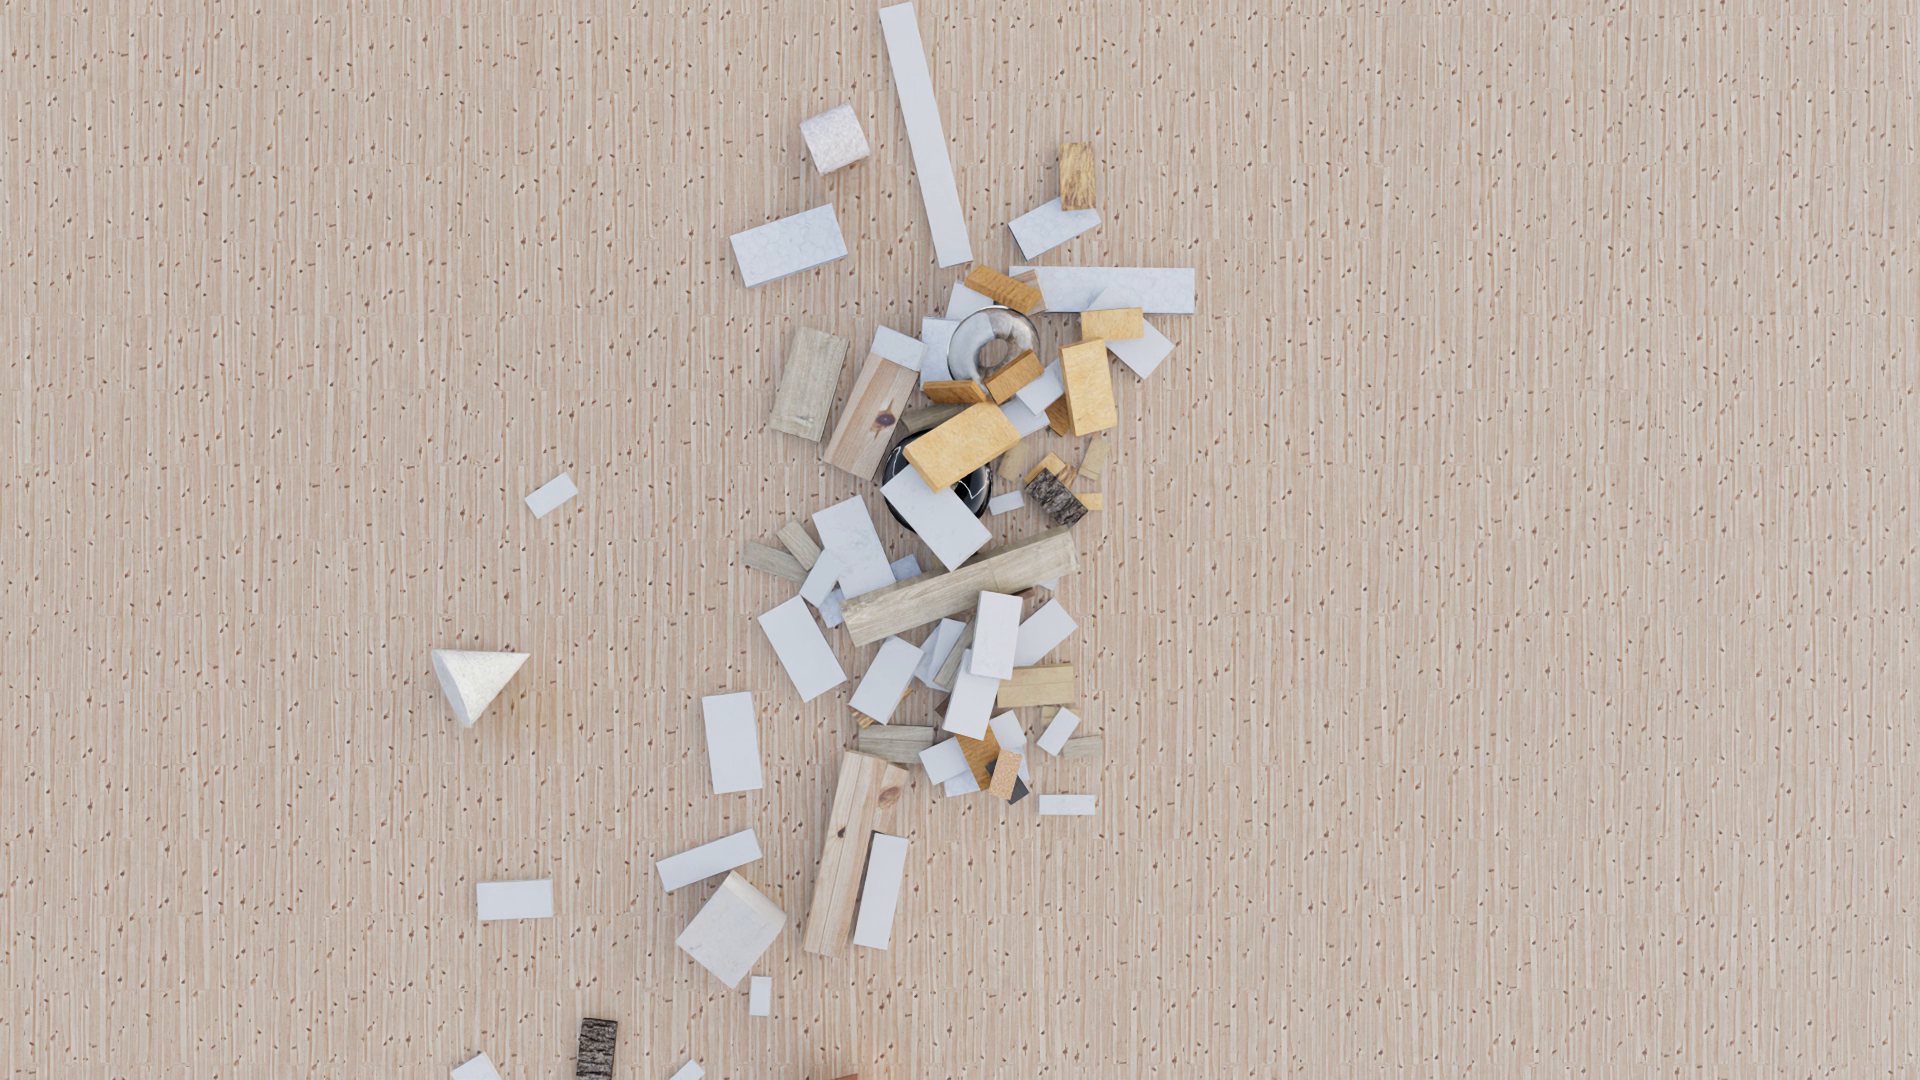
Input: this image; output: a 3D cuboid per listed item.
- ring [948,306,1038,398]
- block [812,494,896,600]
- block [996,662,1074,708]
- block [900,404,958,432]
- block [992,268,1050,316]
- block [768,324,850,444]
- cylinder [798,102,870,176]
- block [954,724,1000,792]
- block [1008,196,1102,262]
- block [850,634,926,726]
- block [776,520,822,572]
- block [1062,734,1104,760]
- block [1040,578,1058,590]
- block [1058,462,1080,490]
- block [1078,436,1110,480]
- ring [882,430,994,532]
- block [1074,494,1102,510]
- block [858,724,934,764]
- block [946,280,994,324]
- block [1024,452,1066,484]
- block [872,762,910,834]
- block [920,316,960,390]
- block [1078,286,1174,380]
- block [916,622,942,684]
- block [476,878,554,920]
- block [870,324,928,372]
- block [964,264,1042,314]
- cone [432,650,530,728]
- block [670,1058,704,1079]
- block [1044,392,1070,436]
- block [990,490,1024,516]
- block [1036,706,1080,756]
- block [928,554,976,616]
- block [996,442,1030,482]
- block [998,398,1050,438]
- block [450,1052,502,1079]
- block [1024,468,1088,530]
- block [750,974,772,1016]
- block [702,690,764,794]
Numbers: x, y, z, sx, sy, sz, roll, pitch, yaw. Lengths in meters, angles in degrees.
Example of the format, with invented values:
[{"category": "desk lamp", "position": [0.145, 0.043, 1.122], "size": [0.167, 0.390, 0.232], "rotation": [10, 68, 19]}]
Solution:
[{"category": "ring", "position": [0.110, -0.611, 5.390], "size": [0.322, 0.107, 0.322], "rotation": [-10, 122, -17]}, {"category": "block", "position": [-0.341, 0.047, 5.454], "size": [0.176, 0.050, 0.352], "rotation": [-23, 83, 0]}, {"category": "block", "position": [0.247, 0.480, 5.457], "size": [0.255, 0.036, 0.127], "rotation": [-4, 105, -4]}, {"category": "block", "position": [-0.102, -0.411, 5.441], "size": [0.175, 0.088, 0.025], "rotation": [-23, 118, -10]}, {"category": "block", "position": [0.141, -0.781, 5.441], "size": [0.277, 0.039, 0.139], "rotation": [-17, 90, 17]}, {"category": "block", "position": [-0.500, -0.517, 5.475], "size": [0.177, 0.050, 0.354], "rotation": [16, 90, 0]}, {"category": "cylinder", "position": [-0.411, -1.314, 5.410], "size": [0.179, 0.179, 0.179], "rotation": [-23, 90, 0]}, {"category": "block", "position": [0.073, 0.693, 5.410], "size": [0.117, 0.033, 0.234], "rotation": [-25, 85, -1]}, {"category": "block", "position": [0.314, -1.051, 5.480], "size": [0.277, 0.039, 0.139], "rotation": [-27, 90, 0]}, {"category": "block", "position": [-0.238, 0.459, 5.441], "size": [0.136, 0.039, 0.272], "rotation": [27, 81, 16]}, {"category": "block", "position": [-0.528, 0.019, 5.474], "size": [0.081, 0.023, 0.162], "rotation": [-39, 84, -10]}, {"category": "block", "position": [0.408, 0.690, 5.491], "size": [0.131, 0.018, 0.065], "rotation": [-8, 90, 0]}, {"category": "block", "position": [0.247, 0.094, 5.488], "size": [0.172, 0.024, 0.086], "rotation": [24, 90, 0]}, {"category": "block", "position": [0.350, -0.196, 5.492], "size": [0.056, 0.016, 0.112], "rotation": [24, 90, 0]}, {"category": "block", "position": [0.448, -0.271, 5.491], "size": [0.066, 0.019, 0.132], "rotation": [22, 90, 0]}, {"category": "ring", "position": [-0.074, -0.190, 5.439], "size": [0.369, 0.123, 0.369], "rotation": [0, 89, 0]}, {"category": "block", "position": [0.417, -0.126, 5.492], "size": [0.112, 0.016, 0.056], "rotation": [-2, 90, 0]}, {"category": "block", "position": [-0.212, 0.676, 5.483], "size": [0.243, 0.034, 0.122], "rotation": [2, 90, 0]}, {"category": "block", "position": [0.017, -0.701, 5.428], "size": [0.139, 0.039, 0.277], "rotation": [16, 112, 1]}, {"category": "block", "position": [0.282, -0.226, 5.481], "size": [0.132, 0.019, 0.066], "rotation": [-44, 90, 9]}, {"category": "block", "position": [-0.261, 0.848, 5.466], "size": [0.114, 0.032, 0.228], "rotation": [19, 98, -2]}, {"category": "block", "position": [-0.065, -0.609, 5.434], "size": [0.122, 0.034, 0.243], "rotation": [5, 112, 5]}, {"category": "block", "position": [0.548, -0.684, 5.450], "size": [0.297, 0.042, 0.149], "rotation": [40, 98, -7]}, {"category": "block", "position": [-0.078, 0.373, 5.485], "size": [0.103, 0.029, 0.206], "rotation": [39, 90, 0]}, {"category": "block", "position": [-1.478, 1.194, 5.483], "size": [0.243, 0.034, 0.121], "rotation": [-3, 90, 0]}, {"category": "block", "position": [-0.200, -0.633, 5.435], "size": [0.189, 0.027, 0.095], "rotation": [25, 104, 27]}, {"category": "block", "position": [0.140, -0.816, 5.358], "size": [0.226, 0.113, 0.032], "rotation": [27, 131, 12]}, {"category": "cone", "position": [-1.545, 0.433, 5.437], "size": [0.283, 0.283, 0.283], "rotation": [-25, 90, -27]}, {"category": "block", "position": [-0.918, 1.794, 5.491], "size": [0.128, 0.018, 0.064], "rotation": [-43, 90, 0]}, {"category": "block", "position": [0.371, -0.474, 5.483], "size": [0.122, 0.034, 0.243], "rotation": [39, 90, 0]}, {"category": "block", "position": [0.153, -0.124, 5.492], "size": [0.112, 0.016, 0.056], "rotation": [-17, 90, 0]}, {"category": "block", "position": [0.327, 0.635, 5.471], "size": [0.075, 0.021, 0.150], "rotation": [35, 90, 0]}, {"category": "block", "position": [-0.020, 0.138, 5.485], "size": [0.105, 0.030, 0.210], "rotation": [-20, 90, 0]}, {"category": "block", "position": [0.177, -0.266, 5.491], "size": [0.066, 0.019, 0.132], "rotation": [23, 90, 0]}, {"category": "block", "position": [0.164, -0.387, 5.459], "size": [0.243, 0.034, 0.121], "rotation": [-27, 78, 6]}, {"category": "block", "position": [-1.576, 1.838, 5.483], "size": [0.122, 0.034, 0.243], "rotation": [-31, 90, 0]}, {"category": "block", "position": [0.319, -0.134, 5.467], "size": [0.201, 0.028, 0.100], "rotation": [45, 99, -4]}, {"category": "block", "position": [-0.664, 1.516, 5.491], "size": [0.064, 0.018, 0.128], "rotation": [4, 90, 0]}, {"category": "block", "position": [-0.753, 0.671, 5.477], "size": [0.161, 0.046, 0.322], "rotation": [-7, 90, 0]}]
